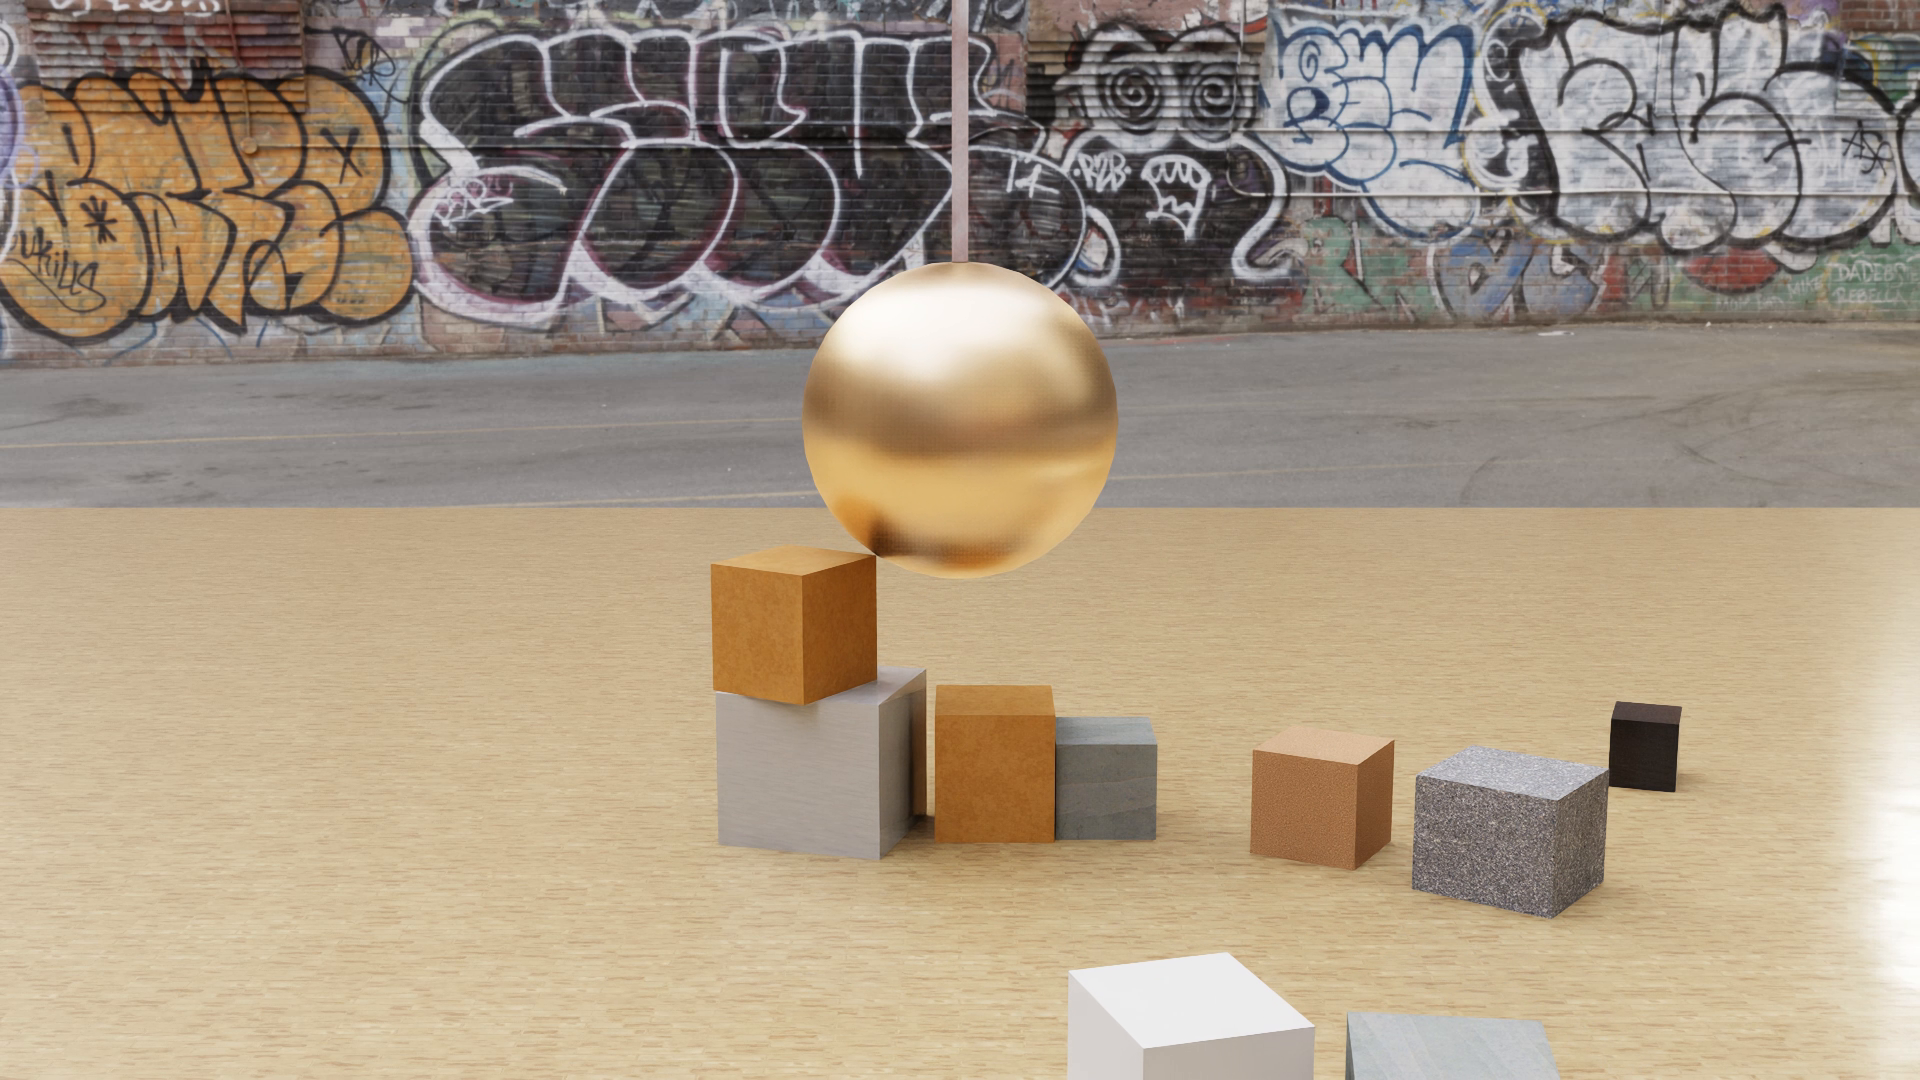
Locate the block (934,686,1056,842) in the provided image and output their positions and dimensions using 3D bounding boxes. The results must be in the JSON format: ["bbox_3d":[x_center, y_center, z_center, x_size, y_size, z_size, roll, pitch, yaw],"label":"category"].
[{"bbox_3d":[0.177,1.150,11.378,0.605,0.666,0.620,0,10,0],"label":"block"}]

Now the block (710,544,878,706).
[{"bbox_3d":[-0.829,0.415,11.069,0.564,0.645,0.627,7,12,32],"label":"block"}]

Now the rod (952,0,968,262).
[{"bbox_3d":[0.000,-3.944,10.475,0.080,5.200,0.080,0,11,0],"label":"rod"}]

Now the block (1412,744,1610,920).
[{"bbox_3d":[2.616,1.372,10.448,0.693,0.563,0.646,8,13,36],"label":"block"}]

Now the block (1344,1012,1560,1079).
[{"bbox_3d":[1.584,1.946,7.143,0.638,0.616,0.560,1,10,7],"label":"block"}]

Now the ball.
[{"bbox_3d":[0.000,-0.602,11.099,1.600,1.600,1.600,0,10,0],"label":"ball"}]

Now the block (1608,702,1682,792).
[{"bbox_3d":[3.802,1.144,12.203,0.356,0.384,0.413,4,11,20],"label":"block"}]

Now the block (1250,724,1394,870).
[{"bbox_3d":[1.818,1.282,11.022,0.544,0.534,0.537,6,12,29],"label":"block"}]

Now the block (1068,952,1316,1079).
[{"bbox_3d":[0.762,1.864,7.420,0.597,0.677,0.691,-3,11,-17],"label":"block"}]

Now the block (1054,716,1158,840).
[{"bbox_3d":[0.741,1.229,11.405,0.511,0.501,0.538,0,10,0],"label":"block"}]

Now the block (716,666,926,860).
[{"bbox_3d":[-0.697,1.105,11.284,0.857,0.789,0.784,3,11,16],"label":"block"}]
